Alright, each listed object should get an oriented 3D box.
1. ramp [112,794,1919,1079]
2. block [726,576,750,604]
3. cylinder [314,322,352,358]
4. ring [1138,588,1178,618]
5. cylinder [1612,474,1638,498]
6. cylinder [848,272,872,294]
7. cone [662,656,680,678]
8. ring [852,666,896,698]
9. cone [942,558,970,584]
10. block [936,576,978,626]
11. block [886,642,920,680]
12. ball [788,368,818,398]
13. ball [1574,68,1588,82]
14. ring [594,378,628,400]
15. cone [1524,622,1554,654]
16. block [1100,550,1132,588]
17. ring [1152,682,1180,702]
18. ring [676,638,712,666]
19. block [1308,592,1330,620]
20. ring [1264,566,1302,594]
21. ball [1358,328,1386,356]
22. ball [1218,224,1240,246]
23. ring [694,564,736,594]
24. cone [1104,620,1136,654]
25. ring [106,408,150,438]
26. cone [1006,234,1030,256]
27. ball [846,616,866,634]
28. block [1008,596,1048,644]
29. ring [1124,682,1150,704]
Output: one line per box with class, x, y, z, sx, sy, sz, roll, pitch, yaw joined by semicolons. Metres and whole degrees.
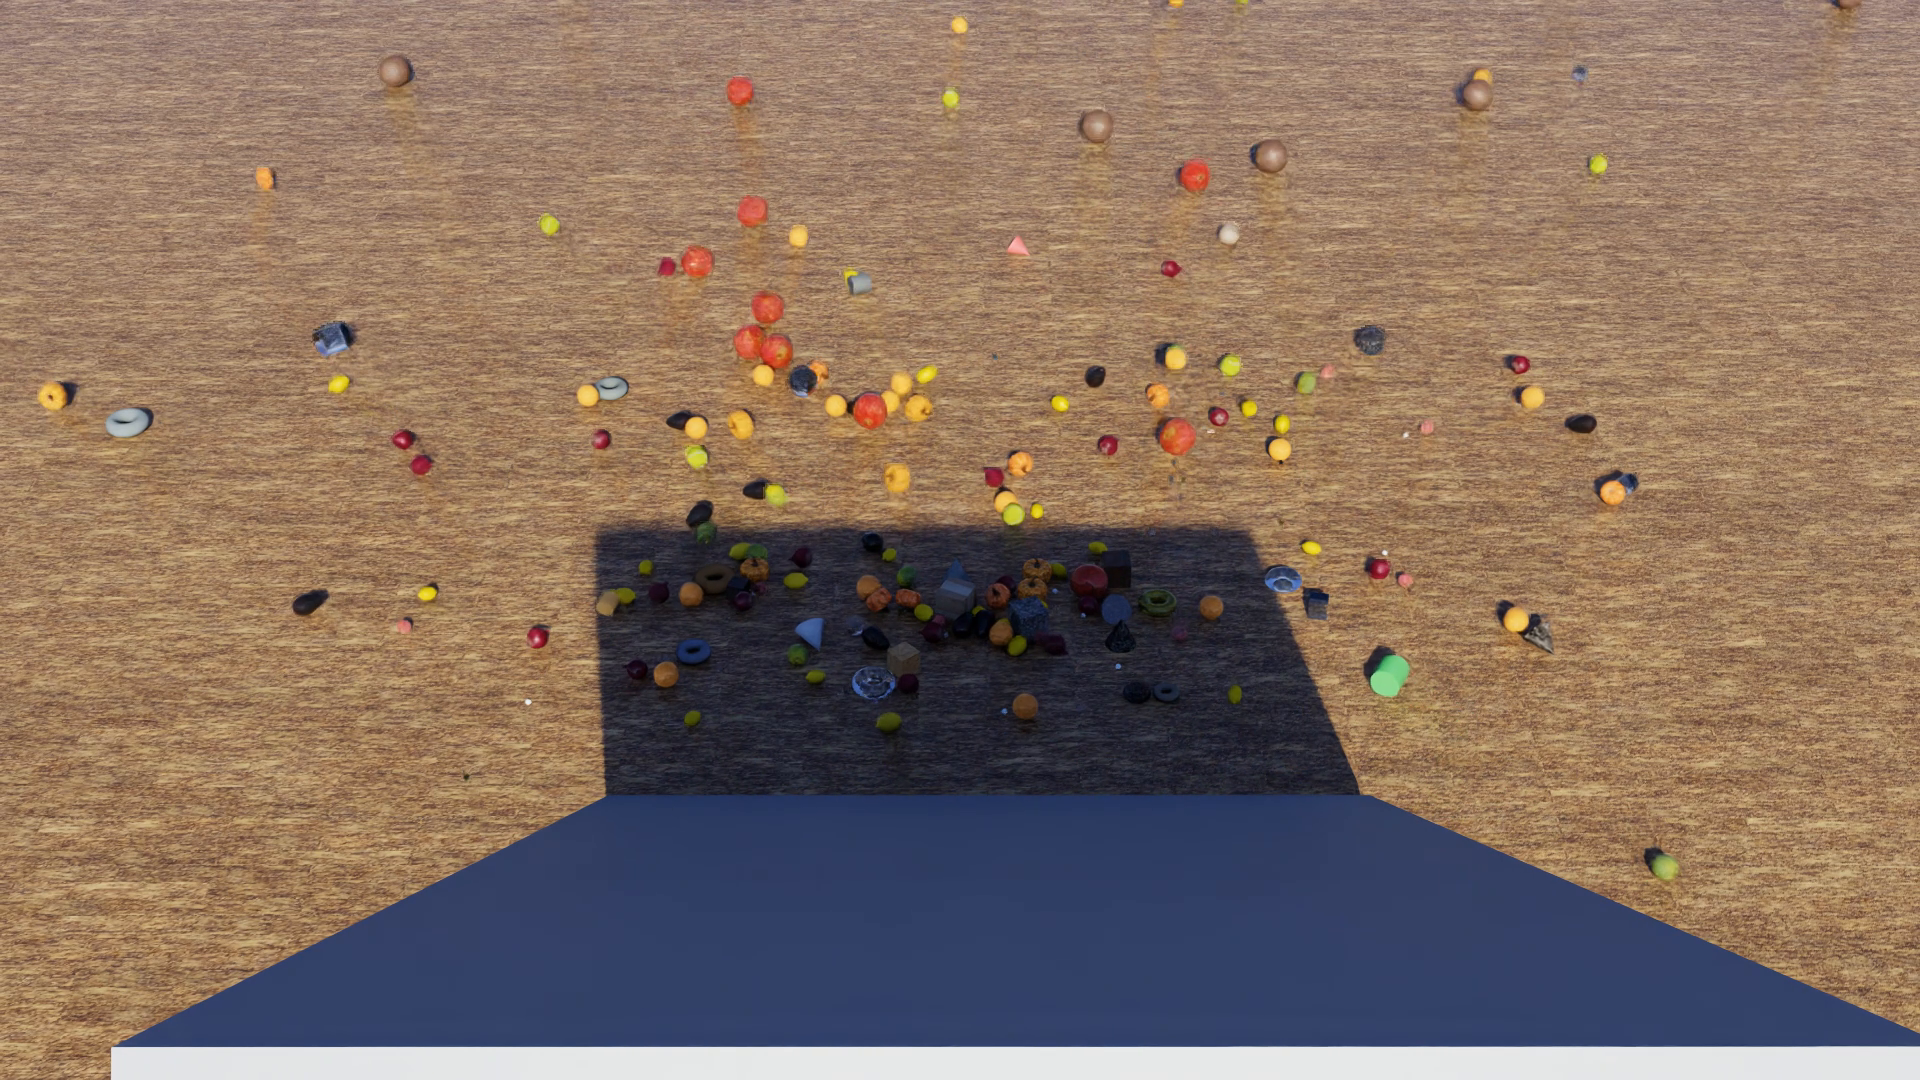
ramp;0.077;0.661;4.822;2.000;0.100;4.000;0;-2;0
block;-0.655;0.146;7.674;0.052;0.052;0.052;11;36;15
cylinder;-2.134;-0.681;8.832;0.092;0.092;0.092;-25;42;-31
ring;0.581;0.185;7.630;0.117;0.039;0.117;-1;34;1
cylinder;2.080;-0.170;8.124;0.060;0.060;0.060;-27;43;-36
cylinder;-0.353;-0.905;9.177;0.069;0.069;0.069;-10;36;-15
cone;-0.835;0.369;7.376;0.058;0.058;0.058;20;75;26
ring;-0.243;0.401;7.316;0.123;0.041;0.123;0;36;0
cone;-0.011;0.088;7.728;0.087;0.087;0.087;0;35;0
block;-0.011;0.179;7.593;0.091;0.091;0.091;15;37;20
block;-0.160;0.343;7.377;0.068;0.068;0.068;-26;42;-32
ball;-0.519;-0.521;8.595;0.100;0.100;0.100;0;35;0
ball;2.543;-1.906;10.635;0.055;0.055;0.055;0;35;0
ring;-1.160;-0.503;8.624;0.115;0.038;0.115;-1;34;1
cone;1.685;0.296;7.468;0.090;0.090;0.090;-21;66;-27
block;0.465;0.088;7.734;0.080;0.080;0.080;-2;35;-3
ring;0.578;0.428;7.291;0.075;0.025;0.075;-1;35;1
ring;-0.764;0.321;7.439;0.103;0.034;0.103;-1;36;0
block;1.049;0.194;7.602;0.056;0.056;0.056;6;35;8
ring;0.962;0.118;7.728;0.111;0.037;0.111;-1;33;0
ball;1.400;-0.674;8.823;0.093;0.093;0.093;0;35;0
ball;0.982;-1.115;9.472;0.078;0.078;0.078;0;35;0
ring;-0.728;0.116;7.727;0.130;0.043;0.130;-1;36;0
cone;0.464;0.261;7.474;0.091;0.091;0.091;0;35;0
ring;-2.707;-0.381;8.442;0.139;0.046;0.139;0;36;0
cone;0.223;-1.055;9.423;0.077;0.077;0.077;36;42;4
ball;-0.302;0.247;7.526;0.056;0.056;0.056;0;35;0
block;0.198;0.230;7.522;0.088;0.088;0.088;-14;37;-19
ring;0.497;0.428;7.290;0.079;0.026;0.079;0;36;0
